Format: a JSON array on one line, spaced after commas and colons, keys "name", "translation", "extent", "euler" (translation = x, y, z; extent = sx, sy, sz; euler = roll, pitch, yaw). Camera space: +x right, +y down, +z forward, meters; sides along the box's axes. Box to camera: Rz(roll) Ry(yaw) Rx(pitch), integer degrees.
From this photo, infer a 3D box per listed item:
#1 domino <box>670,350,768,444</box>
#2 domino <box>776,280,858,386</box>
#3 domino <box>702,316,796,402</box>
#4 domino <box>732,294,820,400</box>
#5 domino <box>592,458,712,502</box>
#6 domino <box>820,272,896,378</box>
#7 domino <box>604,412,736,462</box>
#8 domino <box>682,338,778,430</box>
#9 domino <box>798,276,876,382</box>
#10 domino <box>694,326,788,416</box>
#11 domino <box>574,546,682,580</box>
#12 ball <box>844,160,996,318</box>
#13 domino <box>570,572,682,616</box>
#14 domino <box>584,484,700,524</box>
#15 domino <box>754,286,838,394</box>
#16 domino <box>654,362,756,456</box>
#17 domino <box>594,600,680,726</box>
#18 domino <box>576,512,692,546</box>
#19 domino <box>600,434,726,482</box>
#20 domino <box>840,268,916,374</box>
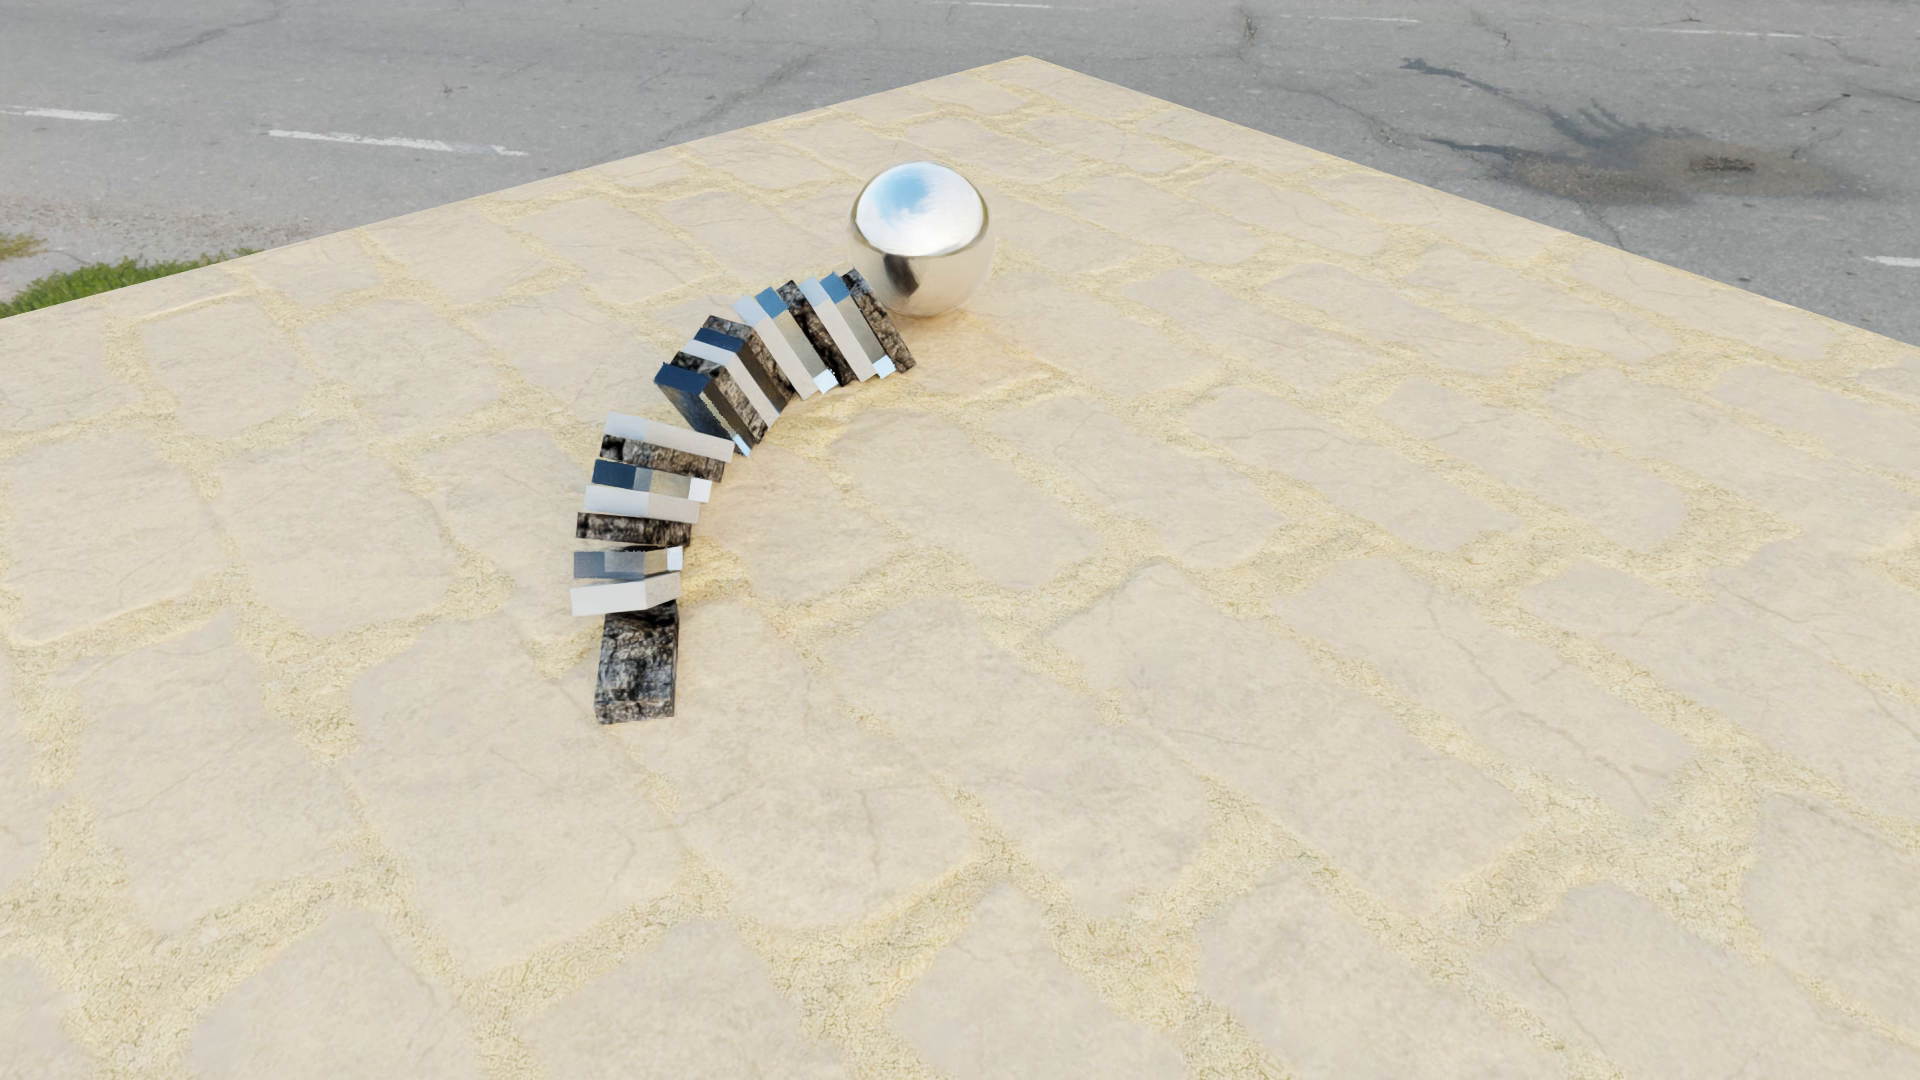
[{"name": "domino", "translation": [-0.107, -0.063, 0.489], "extent": [0.025, 0.050, 0.009], "euler": [20, 71, 23]}, {"name": "domino", "translation": [-0.069, -0.100, 0.534], "extent": [0.009, 0.050, 0.025], "euler": [-34, 45, -1]}, {"name": "domino", "translation": [-0.099, -0.083, 0.514], "extent": [0.025, 0.050, 0.010], "euler": [19, 70, 24]}, {"name": "domino", "translation": [-0.087, -0.091, 0.523], "extent": [0.010, 0.050, 0.025], "euler": [-39, 48, -6]}, {"name": "domino", "translation": [-0.124, -0.024, 0.448], "extent": [0.025, 0.010, 0.050], "euler": [10, 0, 14]}, {"name": "domino", "translation": [-0.050, -0.105, 0.540], "extent": [0.009, 0.050, 0.025], "euler": [-34, 45, -1]}, {"name": "domino", "translation": [-0.123, -0.044, 0.471], "extent": [0.025, 0.009, 0.050], "euler": [14, 1, 33]}, {"name": "domino", "translation": [-0.104, -0.069, 0.497], "extent": [0.025, 0.050, 0.009], "euler": [20, 71, 23]}, {"name": "domino", "translation": [-0.060, -0.103, 0.537], "extent": [0.010, 0.050, 0.025], "euler": [-34, 45, -1]}, {"name": "domino", "translation": [-0.101, -0.076, 0.506], "extent": [0.025, 0.050, 0.009], "euler": [20, 71, 23]}, {"name": "domino", "translation": [-0.123, 0.008, 0.411], "extent": [0.025, 0.010, 0.050], "euler": [1, 2, 1]}, {"name": "ball", "translation": [-0.021, -0.158, 0.581], "extent": [0.080, 0.080, 0.080], "euler": [0, 39, 0]}, {"name": "domino", "translation": [-0.119, 0.019, 0.396], "extent": [0.025, 0.009, 0.050], "euler": [-5, 2, -1]}, {"name": "domino", "translation": [-0.125, -0.014, 0.436], "extent": [0.025, 0.009, 0.050], "euler": [7, -1, 9]}, {"name": "domino", "translation": [-0.078, -0.096, 0.529], "extent": [0.010, 0.050, 0.025], "euler": [-36, 46, -2]}, {"name": "domino", "translation": [-0.111, -0.056, 0.481], "extent": [0.025, 0.050, 0.009], "euler": [20, 71, 23]}, {"name": "domino", "translation": [-0.114, 0.043, 0.392], "extent": [0.025, 0.010, 0.050], "euler": [-6, 40, -7]}, {"name": "domino", "translation": [-0.125, -0.004, 0.424], "extent": [0.025, 0.009, 0.050], "euler": [5, -1, 6]}, {"name": "domino", "translation": [-0.123, -0.034, 0.460], "extent": [0.025, 0.009, 0.050], "euler": [13, 1, 22]}, {"name": "domino", "translation": [-0.040, -0.108, 0.544], "extent": [0.009, 0.050, 0.025], "euler": [-34, 45, -1]}]
